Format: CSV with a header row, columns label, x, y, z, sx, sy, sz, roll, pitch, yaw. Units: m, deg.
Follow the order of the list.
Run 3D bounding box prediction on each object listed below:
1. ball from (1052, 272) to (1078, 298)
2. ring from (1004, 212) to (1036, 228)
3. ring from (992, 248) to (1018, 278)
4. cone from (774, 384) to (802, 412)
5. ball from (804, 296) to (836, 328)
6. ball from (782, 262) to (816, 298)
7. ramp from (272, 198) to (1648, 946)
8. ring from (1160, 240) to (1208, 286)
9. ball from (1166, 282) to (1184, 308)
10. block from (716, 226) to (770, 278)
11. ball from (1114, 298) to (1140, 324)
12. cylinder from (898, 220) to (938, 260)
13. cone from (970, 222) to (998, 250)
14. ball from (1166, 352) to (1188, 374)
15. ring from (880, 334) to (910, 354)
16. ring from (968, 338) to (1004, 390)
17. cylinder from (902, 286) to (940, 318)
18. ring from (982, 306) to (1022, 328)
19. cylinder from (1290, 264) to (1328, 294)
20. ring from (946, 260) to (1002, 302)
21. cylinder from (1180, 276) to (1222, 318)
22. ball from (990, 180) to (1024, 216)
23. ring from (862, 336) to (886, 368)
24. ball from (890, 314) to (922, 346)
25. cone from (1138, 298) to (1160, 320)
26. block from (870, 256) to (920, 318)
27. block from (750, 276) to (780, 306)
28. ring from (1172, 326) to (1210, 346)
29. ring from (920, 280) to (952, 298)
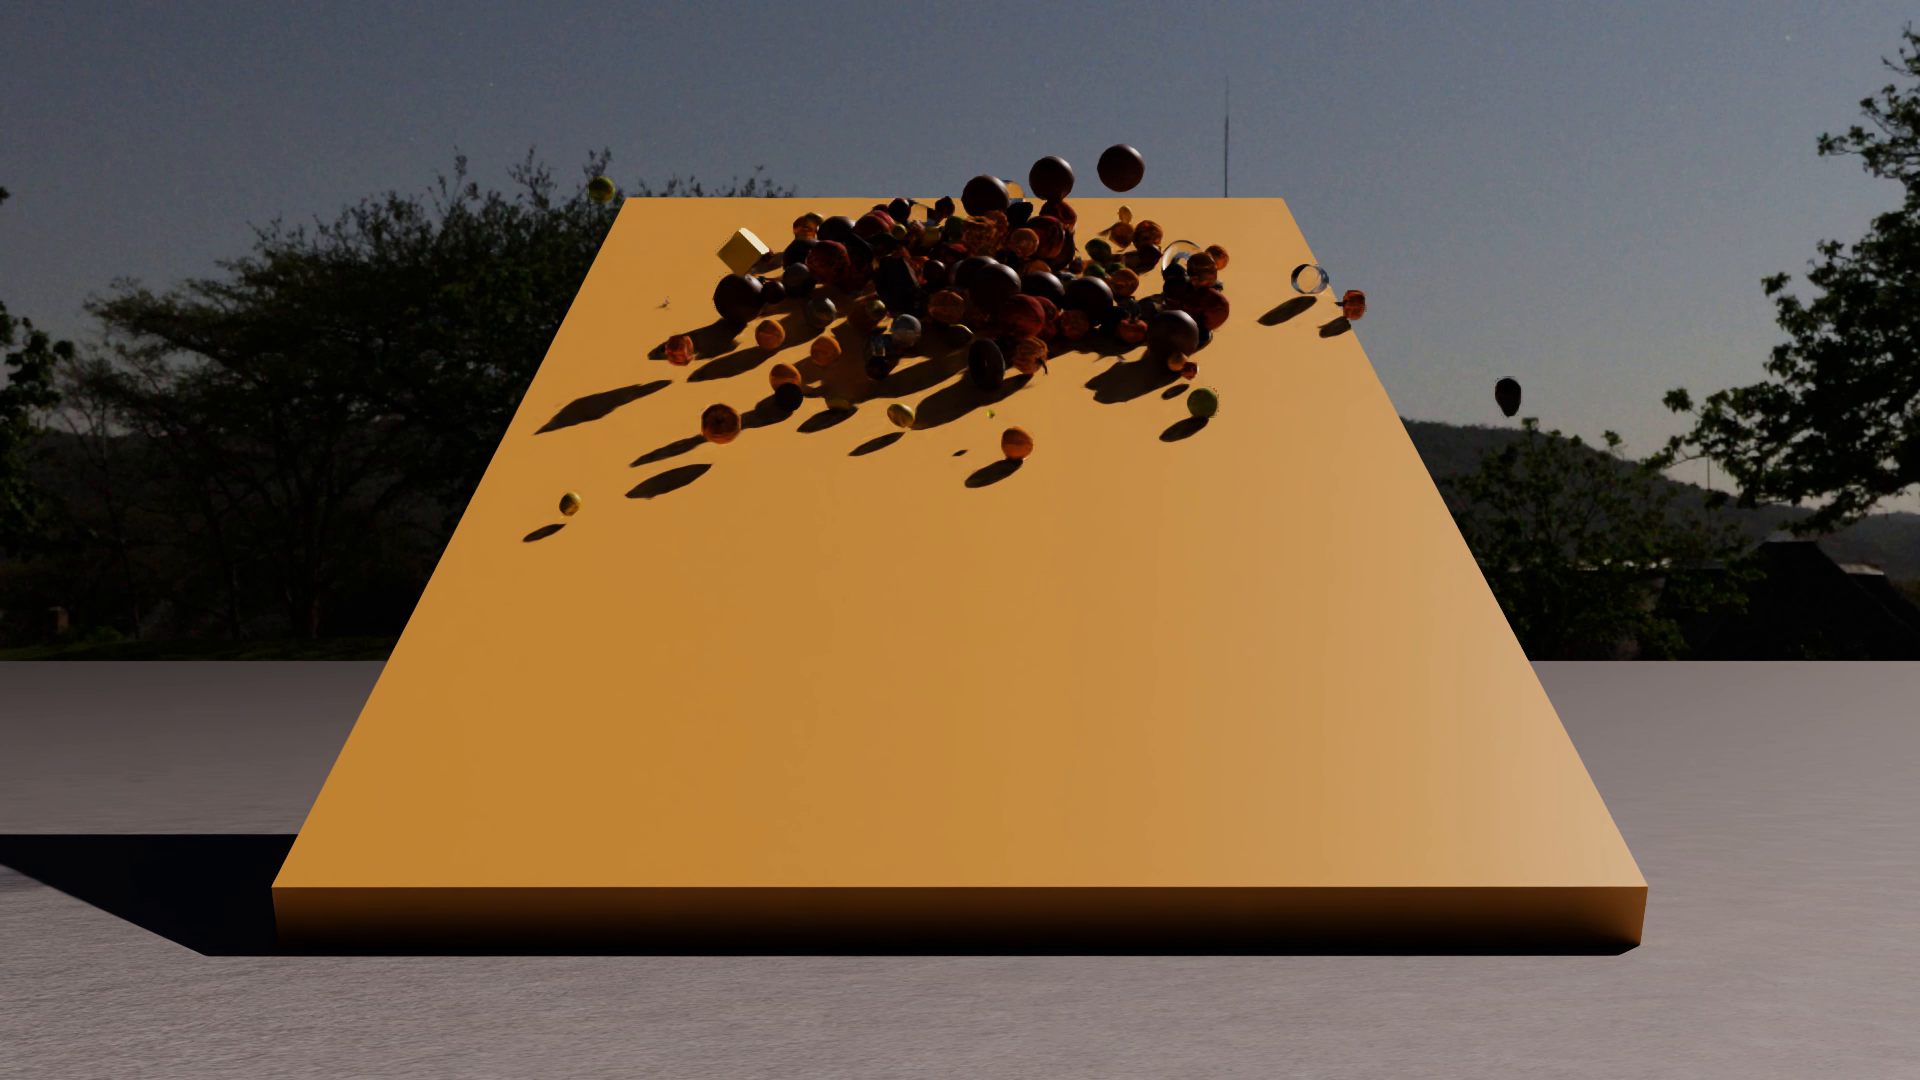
label,x,y,z,sx,sy,sz,roll,pitch,yaw
ball,0.277,-0.672,6.068,0.067,0.067,0.067,0,-3,0
ring,0.176,-0.936,6.741,0.094,0.031,0.094,1,23,-1
ring,0.116,-0.723,6.034,0.079,0.079,0.026,-2,-3,40
cone,-0.384,-0.321,5.276,0.067,0.067,0.067,0,-4,9
ball,-0.352,-0.574,5.813,0.081,0.081,0.081,0,-3,0
ball,-0.423,-0.683,6.060,0.090,0.090,0.090,0,-3,0
ramp,-0.007,-0.224,5.216,2.000,0.100,4.000,0,23,0
ring,0.590,-0.720,6.090,0.143,0.143,0.048,-3,11,43
ball,0.566,-0.635,5.980,0.067,0.067,0.067,0,-3,0
block,-0.531,-0.703,5.647,0.083,0.083,0.083,-45,5,15
ball,0.425,-0.578,5.846,0.066,0.066,0.066,0,-3,0
cylinder,-0.112,-0.802,6.176,0.077,0.077,0.077,43,-2,2
cone,0.053,-0.844,6.516,0.078,0.078,0.078,-44,17,-23
ball,0.518,-0.423,5.496,0.051,0.051,0.051,0,-3,0
ring,-0.167,-0.480,5.657,0.093,0.031,0.093,1,24,0
ring,0.061,-0.410,5.374,0.040,0.121,0.121,-15,6,-32
cylinder,-0.096,-0.586,5.715,0.070,0.070,0.070,-14,3,-23
ring,0.106,-0.566,5.857,0.103,0.034,0.103,1,22,0
cylinder,0.918,-0.683,6.055,0.076,0.076,0.076,-2,2,30
ring,0.037,-0.680,6.057,0.150,0.150,0.050,1,-45,-18
cylinder,0.617,-0.619,5.893,0.094,0.094,0.094,8,-2,3
ball,0.137,-0.984,6.635,0.099,0.099,0.099,0,-3,0
ring,-0.206,-0.449,5.498,0.027,0.080,0.080,9,-7,-34
ball,-0.127,-0.491,5.407,0.075,0.075,0.075,0,-3,0
cone,0.492,-0.583,5.907,0.062,0.062,0.062,-3,-12,43
block,-0.155,-0.633,5.771,0.094,0.094,0.094,-26,-24,8
block,-0.506,-0.645,5.979,0.052,0.052,0.052,37,5,-28
ring,0.572,-0.505,5.714,0.098,0.033,0.098,0,26,0
ring,-0.062,-0.662,6.093,0.087,0.029,0.087,1,22,0
